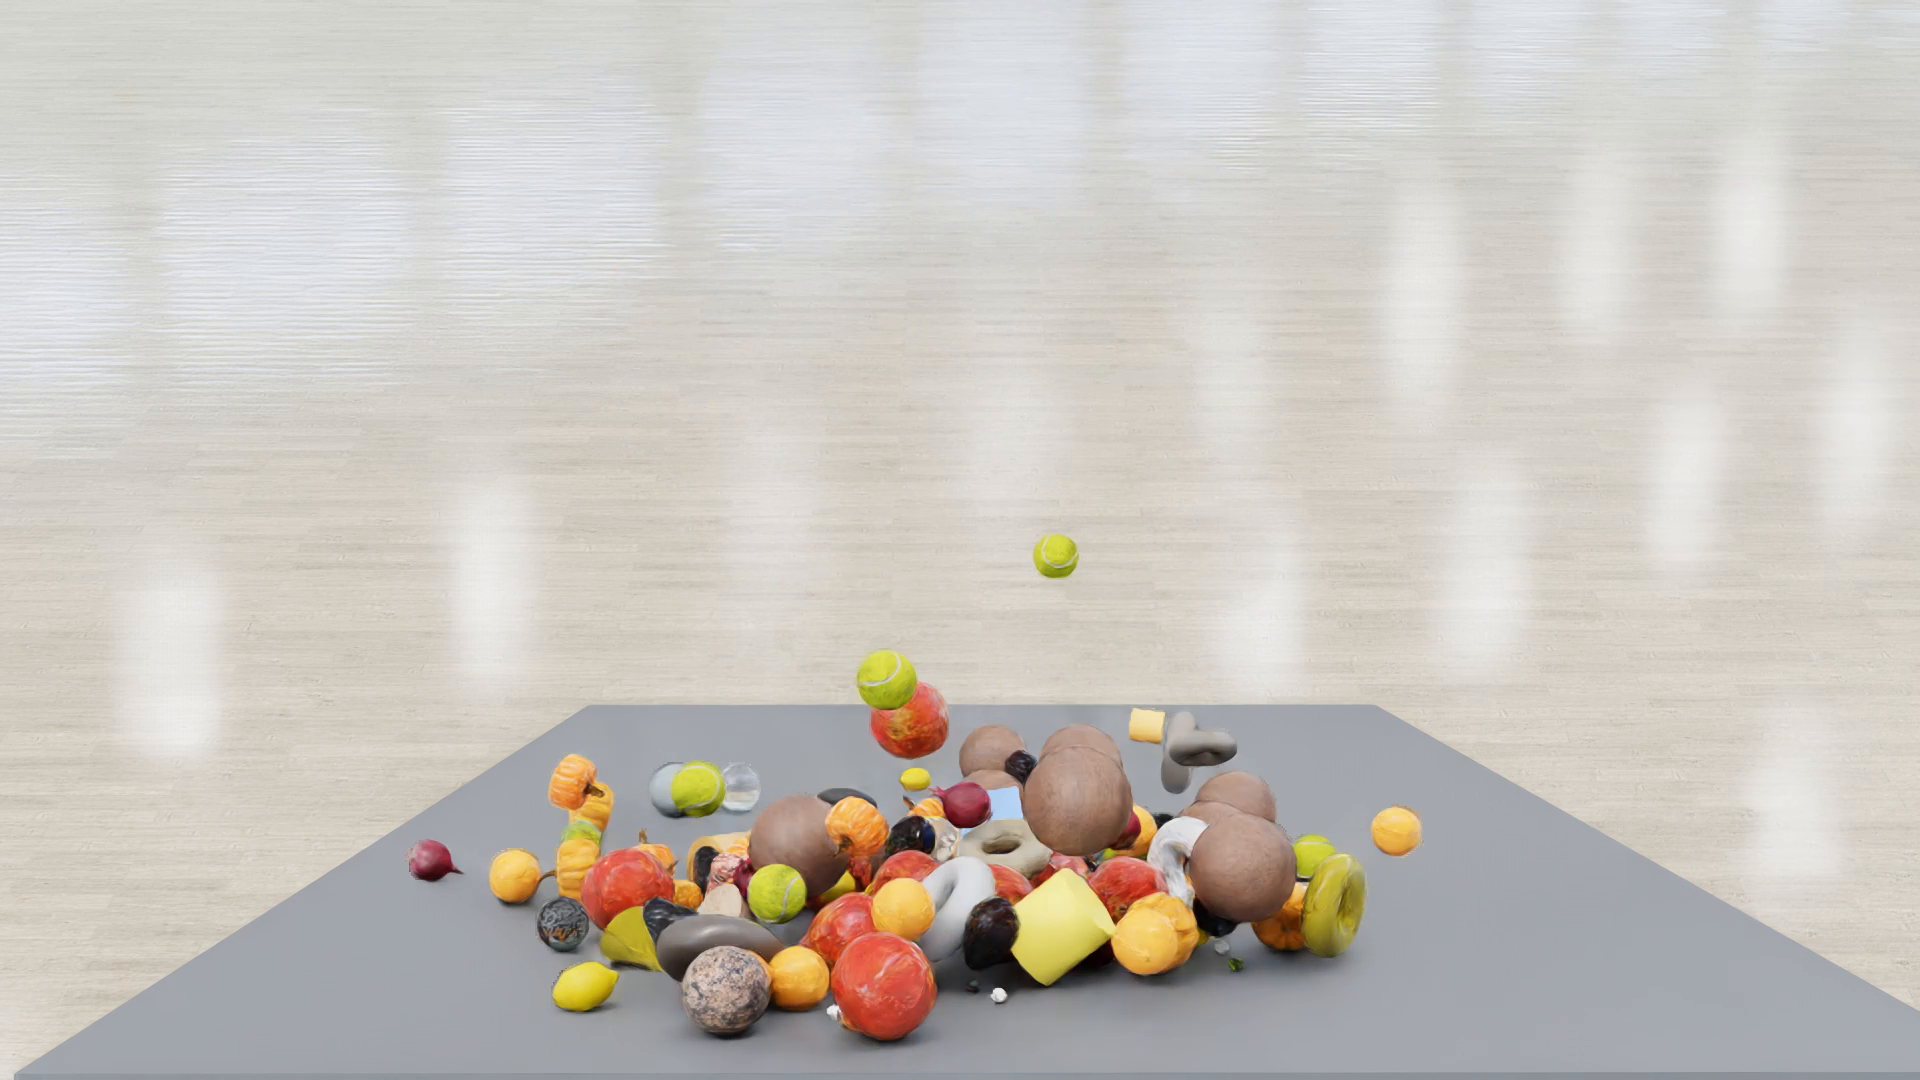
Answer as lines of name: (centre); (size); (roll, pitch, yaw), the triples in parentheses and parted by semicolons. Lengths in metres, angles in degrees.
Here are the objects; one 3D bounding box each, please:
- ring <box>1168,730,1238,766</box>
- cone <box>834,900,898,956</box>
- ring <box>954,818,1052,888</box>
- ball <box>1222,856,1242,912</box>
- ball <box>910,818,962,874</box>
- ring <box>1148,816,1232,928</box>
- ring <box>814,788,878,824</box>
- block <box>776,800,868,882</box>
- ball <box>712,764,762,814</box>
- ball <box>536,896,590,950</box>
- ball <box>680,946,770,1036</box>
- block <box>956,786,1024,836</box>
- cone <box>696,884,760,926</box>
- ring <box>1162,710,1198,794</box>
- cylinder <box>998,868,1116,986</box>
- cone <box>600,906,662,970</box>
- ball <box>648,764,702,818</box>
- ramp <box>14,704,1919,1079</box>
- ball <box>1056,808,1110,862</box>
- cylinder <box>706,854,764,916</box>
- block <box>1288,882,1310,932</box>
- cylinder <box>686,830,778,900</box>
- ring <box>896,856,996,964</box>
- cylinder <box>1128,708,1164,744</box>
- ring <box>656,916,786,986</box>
ring: (0.354, 0.304, 3.761); (0.101, 0.101, 0.034); (-1, 68, -3)
cone: (-0.126, 0.486, 3.156); (0.071, 0.071, 0.071); (-16, 30, -34)
ring: (0.054, 0.390, 3.215); (0.123, 0.041, 0.123); (-7, 26, 4)
ball: (0.340, 0.462, 3.484); (0.083, 0.083, 0.083); (0, 25, 0)
ball: (-0.033, 0.453, 3.819); (0.083, 0.083, 0.083); (0, 25, 0)
ring: (0.297, 0.432, 3.345); (0.048, 0.145, 0.145); (-2, 23, -34)
ring: (-0.151, 0.354, 3.427); (0.084, 0.084, 0.028); (4, 63, 8)
block: (-0.204, 0.440, 3.772); (0.087, 0.087, 0.087); (23, -10, -29)
ball: (-0.389, 0.434, 4.497); (0.085, 0.085, 0.085); (0, 25, 0)
ball: (-0.495, 0.478, 3.217); (0.066, 0.066, 0.066); (0, 25, 0)
ball: (-0.248, 0.478, 2.734); (0.094, 0.094, 0.094); (0, 25, 0)
block: (0.043, 0.385, 3.375); (0.082, 0.082, 0.082); (-8, 50, -1)
cone: (-0.269, 0.490, 3.213); (0.094, 0.094, 0.094); (33, 6, -34)
ring: (0.370, 0.358, 4.343); (0.047, 0.142, 0.142); (7, 26, 10)
cylinder: (0.112, 0.448, 2.988); (0.098, 0.098, 0.098); (-40, 25, 10)
cone: (-0.378, 0.497, 3.101); (0.080, 0.080, 0.080); (-18, 37, -34)
ball: (-0.490, 0.432, 4.443); (0.091, 0.091, 0.091); (0, 25, 0)
ramp: (0.058, 0.524, 4.562); (2.000, 0.100, 4.000); (0, 2, 0)
ball: (0.187, 0.450, 3.944); (0.082, 0.082, 0.082); (0, 25, 0)
cylinder: (-0.299, 0.462, 3.406); (0.070, 0.070, 0.070); (12, 16, -3)
block: (0.468, 0.478, 3.354); (0.058, 0.058, 0.058); (-1, 2, -26)
cylinder: (-0.317, 0.455, 3.597); (0.091, 0.091, 0.091); (-2, 20, -44)
ring: (-0.017, 0.432, 3.012); (0.144, 0.048, 0.144); (-41, 19, 18)
cylinder: (0.305, 0.304, 4.205); (0.052, 0.052, 0.052); (6, 26, 10)
ring: (-0.269, 0.468, 2.908); (0.148, 0.148, 0.049); (2, 57, 5)
